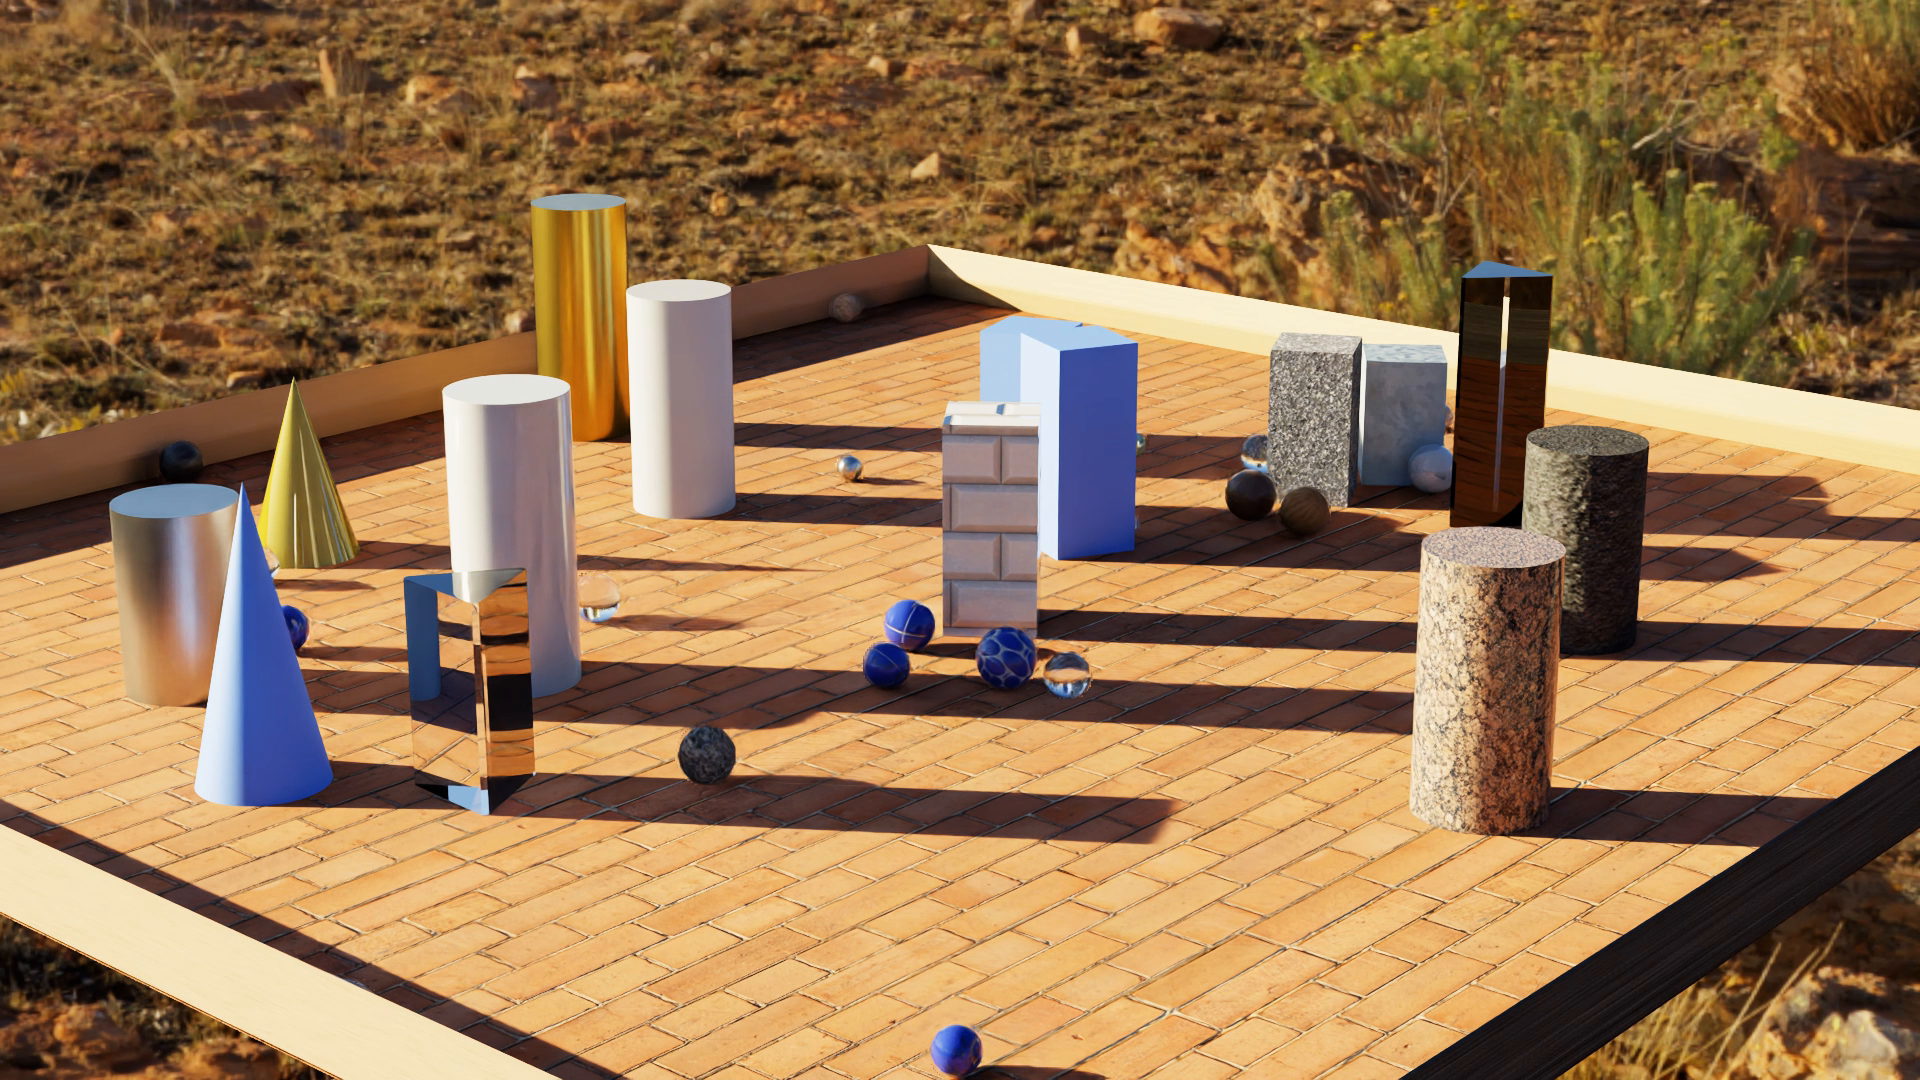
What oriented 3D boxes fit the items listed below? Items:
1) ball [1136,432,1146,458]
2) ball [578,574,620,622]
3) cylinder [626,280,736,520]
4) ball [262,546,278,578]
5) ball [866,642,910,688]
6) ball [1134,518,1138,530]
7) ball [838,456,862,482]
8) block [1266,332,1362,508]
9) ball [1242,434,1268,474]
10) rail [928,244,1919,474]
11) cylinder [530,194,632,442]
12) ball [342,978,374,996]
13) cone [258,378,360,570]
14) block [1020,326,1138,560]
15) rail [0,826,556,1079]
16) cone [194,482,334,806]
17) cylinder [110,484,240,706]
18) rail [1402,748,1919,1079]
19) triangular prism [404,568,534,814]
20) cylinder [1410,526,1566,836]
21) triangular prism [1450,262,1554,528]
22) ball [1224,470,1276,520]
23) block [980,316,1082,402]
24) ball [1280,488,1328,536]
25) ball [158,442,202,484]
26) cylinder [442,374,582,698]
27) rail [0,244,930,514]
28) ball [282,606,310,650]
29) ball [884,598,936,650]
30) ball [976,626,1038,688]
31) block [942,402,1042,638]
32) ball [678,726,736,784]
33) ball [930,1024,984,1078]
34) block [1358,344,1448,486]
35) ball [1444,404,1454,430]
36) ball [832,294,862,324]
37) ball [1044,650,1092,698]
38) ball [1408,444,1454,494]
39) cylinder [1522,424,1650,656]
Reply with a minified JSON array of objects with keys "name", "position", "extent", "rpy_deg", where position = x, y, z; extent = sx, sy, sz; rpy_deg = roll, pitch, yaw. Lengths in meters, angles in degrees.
[{"name":"ball","position":[0.356,-0.195,6.009],"extent":[0.053,0.053,0.053],"rpy_deg":[0,17,0]},{"name":"ball","position":[-0.619,0.098,4.980],"extent":[0.084,0.084,0.084],"rpy_deg":[0,17,0]},{"name":"cylinder","position":[-0.533,-0.271,5.617],"extent":[0.197,0.423,0.197],"rpy_deg":[0,17,0]},{"name":"ball","position":[-1.241,0.043,5.190],"extent":[0.068,0.068,0.068],"rpy_deg":[0,17,0]},{"name":"ball","position":[-0.115,0.199,4.665],"extent":[0.073,0.073,0.073],"rpy_deg":[0,17,0]},{"name":"ball","position":[0.307,-0.032,5.473],"extent":[0.050,0.050,0.050],"rpy_deg":[0,17,0]},{"name":"ball","position":[-0.219,-0.142,5.838],"extent":[0.050,0.050,0.050],"rpy_deg":[0,17,0]},{"name":"block","position":[0.690,-0.235,5.707],"extent":[0.158,0.304,0.158],"rpy_deg":[4,17,13]},{"name":"ball","position":[0.605,-0.172,5.884],"extent":[0.080,0.080,0.080],"rpy_deg":[0,17,0]},{"name":"rail","position":[1.200,-0.367,6.443],"extent":[3.439,0.128,0.045],"rpy_deg":[14,22,39]},{"name":"cylinder","position":[-0.792,-0.468,6.158],"extent":[0.197,0.489,0.197],"rpy_deg":[0,17,0]},{"name":"ball","position":[-0.727,0.557,3.476],"extent":[0.074,0.074,0.074],"rpy_deg":[0,17,0]},{"name":"cone","position":[-1.199,-0.136,5.325],"extent":[0.197,0.333,0.197],"rpy_deg":[0,17,0]},{"name":"block","position":[0.216,-0.180,5.372],"extent":[0.158,0.391,0.158],"rpy_deg":[-7,18,-23]},{"name":"rail","position":[-1.200,0.431,3.797],"extent":[3.439,0.128,0.045],"rpy_deg":[14,22,39]},{"name":"cone","position":[-1.016,0.134,4.217],"extent":[0.197,0.456,0.197],"rpy_deg":[0,17,0]},{"name":"cylinder","position":[-1.230,0.085,4.637],"extent":[0.197,0.307,0.197],"rpy_deg":[0,17,0]},{"name":"rail","position":[1.280,0.353,4.055],"extent":[0.045,0.128,3.707],"rpy_deg":[14,22,39]},{"name":"triangular prism","position":[-0.680,0.207,4.220],"extent":[0.148,0.316,0.171],"rpy_deg":[-16,23,-42]},{"name":"cylinder","position":[0.740,0.196,4.124],"extent":[0.197,0.391,0.197],"rpy_deg":[0,17,0]},{"name":"triangular prism","position":[1.003,-0.278,5.543],"extent":[0.171,0.479,0.148],"rpy_deg":[-2,17,-6]},{"name":"ball","position":[0.552,-0.086,5.568],"extent":[0.097,0.097,0.097],"rpy_deg":[0,17,0]},{"name":"block","position":[0.145,-0.295,5.943],"extent":[0.158,0.281,0.158],"rpy_deg":[7,18,23]},{"name":"ball","position":[0.642,-0.053,5.471],"extent":[0.091,0.091,0.091],"rpy_deg":[0,17,0]},{"name":"ball","position":[-1.545,-0.152,5.812],"extent":[0.084,0.084,0.084],"rpy_deg":[0,17,0]},{"name":"cylinder","position":[-0.707,-0.006,4.644],"extent":[0.197,0.479,0.197],"rpy_deg":[0,17,0]},{"name":"rail","position":[-1.280,-0.289,6.184],"extent":[0.045,0.128,3.707],"rpy_deg":[14,22,39]},{"name":"ball","position":[-1.111,0.147,4.829],"extent":[0.079,0.079,0.079],"rpy_deg":[0,17,0]},{"name":"ball","position":[-0.084,0.140,4.839],"extent":[0.086,0.086,0.086],"rpy_deg":[0,17,0]},{"name":"ball","position":[0.074,0.186,4.663],"extent":[0.099,0.099,0.099],"rpy_deg":[0,17,0]},{"name":"block","position":[0.055,-0.035,4.935],"extent":[0.158,0.367,0.158],"rpy_deg":[1,17,3]},{"name":"ball","position":[-0.368,0.313,4.267],"extent":[0.085,0.085,0.085],"rpy_deg":[0,17,0]},{"name":"ball","position":[-0.004,0.590,3.389],"extent":[0.061,0.061,0.061],"rpy_deg":[0,17,0]},{"name":"block","position":[0.881,-0.251,5.849],"extent":[0.158,0.251,0.158],"rpy_deg":[1,17,4]},{"name":"ball","position":[1.018,-0.262,6.222],"extent":[0.058,0.058,0.058],"rpy_deg":[0,17,0]},{"name":"ball","position":[-0.280,-0.571,7.219],"extent":[0.074,0.074,0.074],"rpy_deg":[0,17,0]},{"name":"ball","position":[0.169,0.212,4.620],"extent":[0.075,0.075,0.075],"rpy_deg":[0,17,0]},{"name":"ball","position":[0.927,-0.139,5.745],"extent":[0.098,0.098,0.098],"rpy_deg":[0,17,0]},{"name":"cylinder","position":[1.032,-0.001,4.867],"extent":[0.197,0.341,0.197],"rpy_deg":[0,17,0]}]
